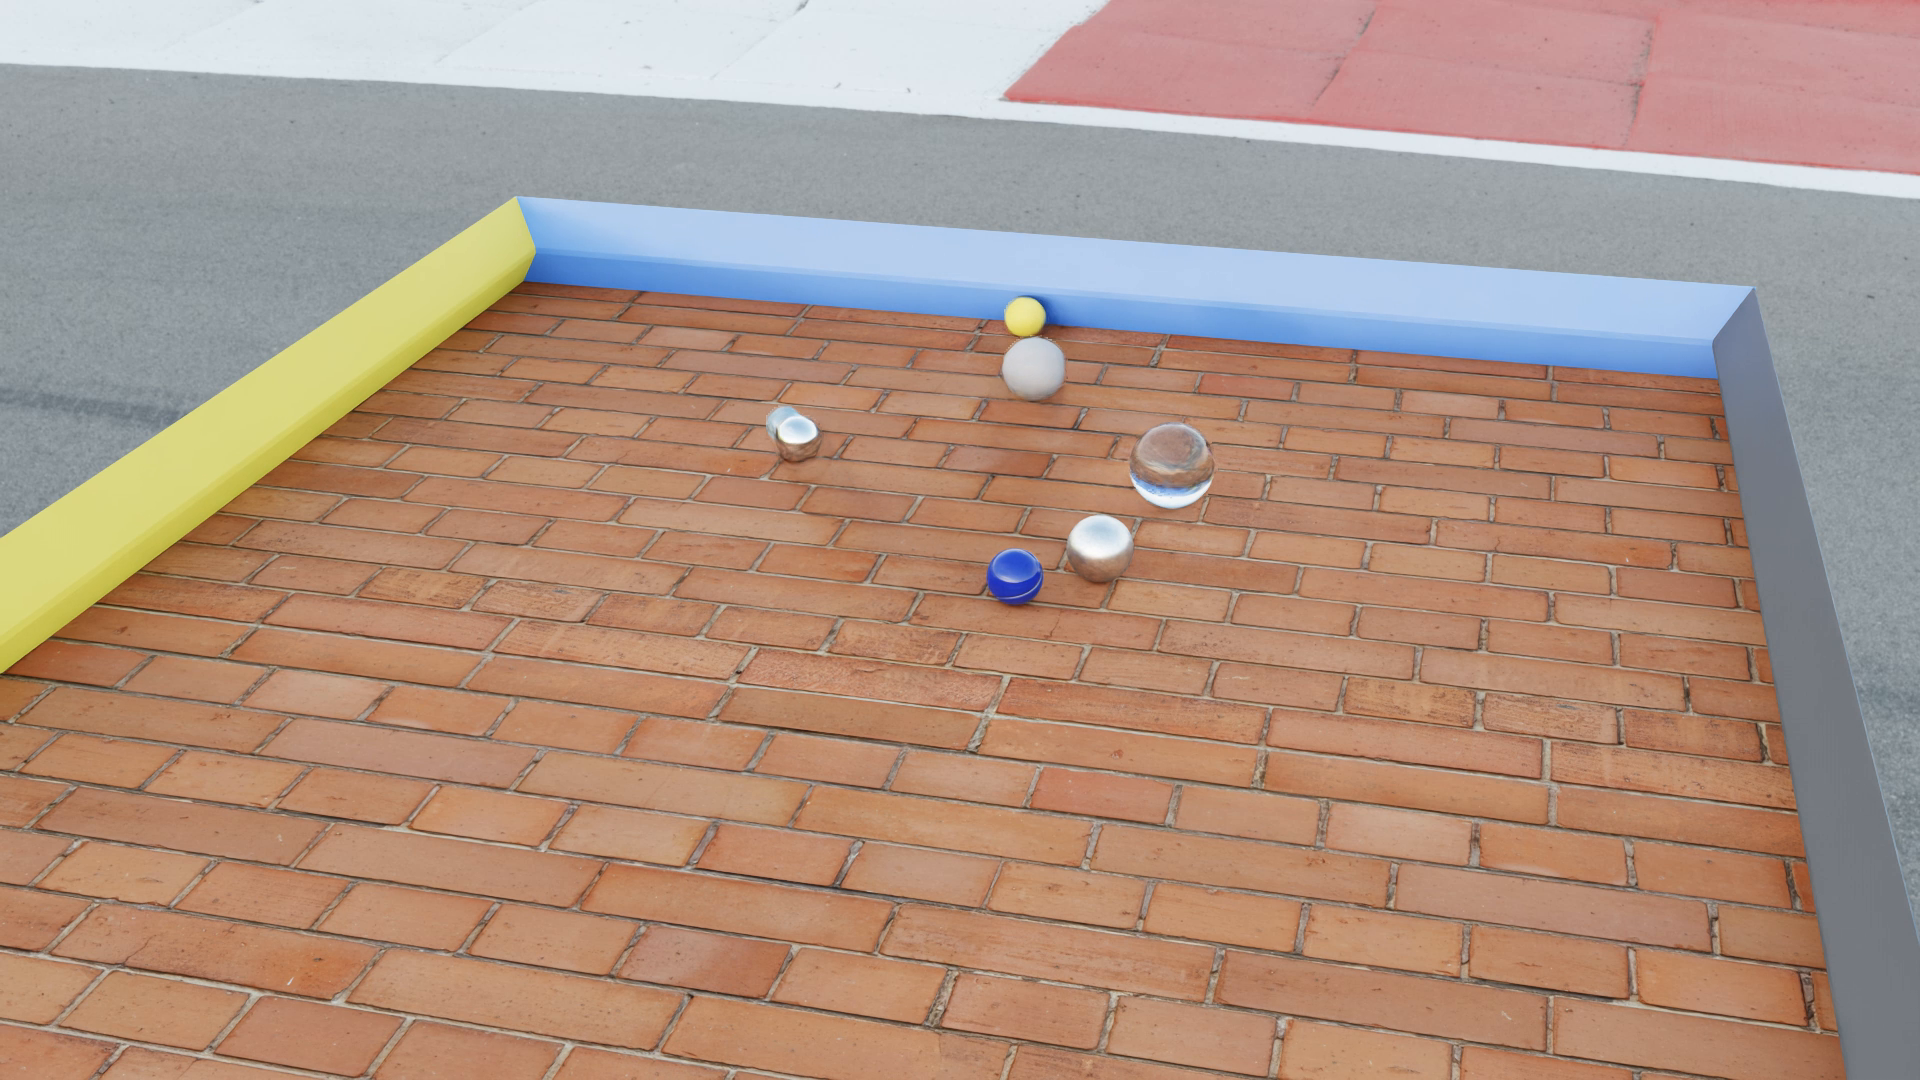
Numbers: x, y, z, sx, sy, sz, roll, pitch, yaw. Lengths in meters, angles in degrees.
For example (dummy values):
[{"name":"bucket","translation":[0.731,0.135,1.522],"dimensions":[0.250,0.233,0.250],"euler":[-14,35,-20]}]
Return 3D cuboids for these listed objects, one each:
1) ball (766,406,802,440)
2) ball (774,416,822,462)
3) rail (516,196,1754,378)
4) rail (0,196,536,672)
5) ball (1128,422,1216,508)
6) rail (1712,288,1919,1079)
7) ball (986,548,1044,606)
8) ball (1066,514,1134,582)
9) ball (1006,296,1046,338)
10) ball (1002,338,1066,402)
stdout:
[{"name":"ball","translation":[-0.206,-0.135,2.601],"dimensions":[0.045,0.045,0.045],"euler":[0,25,0]},{"name":"ball","translation":[-0.188,-0.117,2.552],"dimensions":[0.054,0.054,0.054],"euler":[0,25,0]},{"name":"rail","translation":[0.177,-0.335,2.931],"dimensions":[1.670,0.123,0.045],"euler":[6,26,12]},{"name":"rail","translation":[-0.970,0.205,1.783],"dimensions":[0.045,0.123,3.059],"euler":[6,26,12]},{"name":"ball","translation":[0.234,-0.082,2.429],"dimensions":[0.095,0.095,0.095],"euler":[0,25,0]},{"name":"rail","translation":[0.605,0.370,1.433],"dimensions":[0.045,0.123,3.059],"euler":[6,26,12]},{"name":"ball","translation":[0.055,0.037,2.220],"dimensions":[0.058,0.058,0.058],"euler":[0,25,0]},{"name":"ball","translation":[0.144,0.009,2.266],"dimensions":[0.070,0.070,0.070],"euler":[0,25,0]},{"name":"ball","translation":[0.088,-0.298,2.936],"dimensions":[0.054,0.054,0.054],"euler":[0,25,0]},{"name":"ball","translation":[0.092,-0.212,2.723],"dimensions":[0.079,0.079,0.079],"euler":[0,25,0]}]
